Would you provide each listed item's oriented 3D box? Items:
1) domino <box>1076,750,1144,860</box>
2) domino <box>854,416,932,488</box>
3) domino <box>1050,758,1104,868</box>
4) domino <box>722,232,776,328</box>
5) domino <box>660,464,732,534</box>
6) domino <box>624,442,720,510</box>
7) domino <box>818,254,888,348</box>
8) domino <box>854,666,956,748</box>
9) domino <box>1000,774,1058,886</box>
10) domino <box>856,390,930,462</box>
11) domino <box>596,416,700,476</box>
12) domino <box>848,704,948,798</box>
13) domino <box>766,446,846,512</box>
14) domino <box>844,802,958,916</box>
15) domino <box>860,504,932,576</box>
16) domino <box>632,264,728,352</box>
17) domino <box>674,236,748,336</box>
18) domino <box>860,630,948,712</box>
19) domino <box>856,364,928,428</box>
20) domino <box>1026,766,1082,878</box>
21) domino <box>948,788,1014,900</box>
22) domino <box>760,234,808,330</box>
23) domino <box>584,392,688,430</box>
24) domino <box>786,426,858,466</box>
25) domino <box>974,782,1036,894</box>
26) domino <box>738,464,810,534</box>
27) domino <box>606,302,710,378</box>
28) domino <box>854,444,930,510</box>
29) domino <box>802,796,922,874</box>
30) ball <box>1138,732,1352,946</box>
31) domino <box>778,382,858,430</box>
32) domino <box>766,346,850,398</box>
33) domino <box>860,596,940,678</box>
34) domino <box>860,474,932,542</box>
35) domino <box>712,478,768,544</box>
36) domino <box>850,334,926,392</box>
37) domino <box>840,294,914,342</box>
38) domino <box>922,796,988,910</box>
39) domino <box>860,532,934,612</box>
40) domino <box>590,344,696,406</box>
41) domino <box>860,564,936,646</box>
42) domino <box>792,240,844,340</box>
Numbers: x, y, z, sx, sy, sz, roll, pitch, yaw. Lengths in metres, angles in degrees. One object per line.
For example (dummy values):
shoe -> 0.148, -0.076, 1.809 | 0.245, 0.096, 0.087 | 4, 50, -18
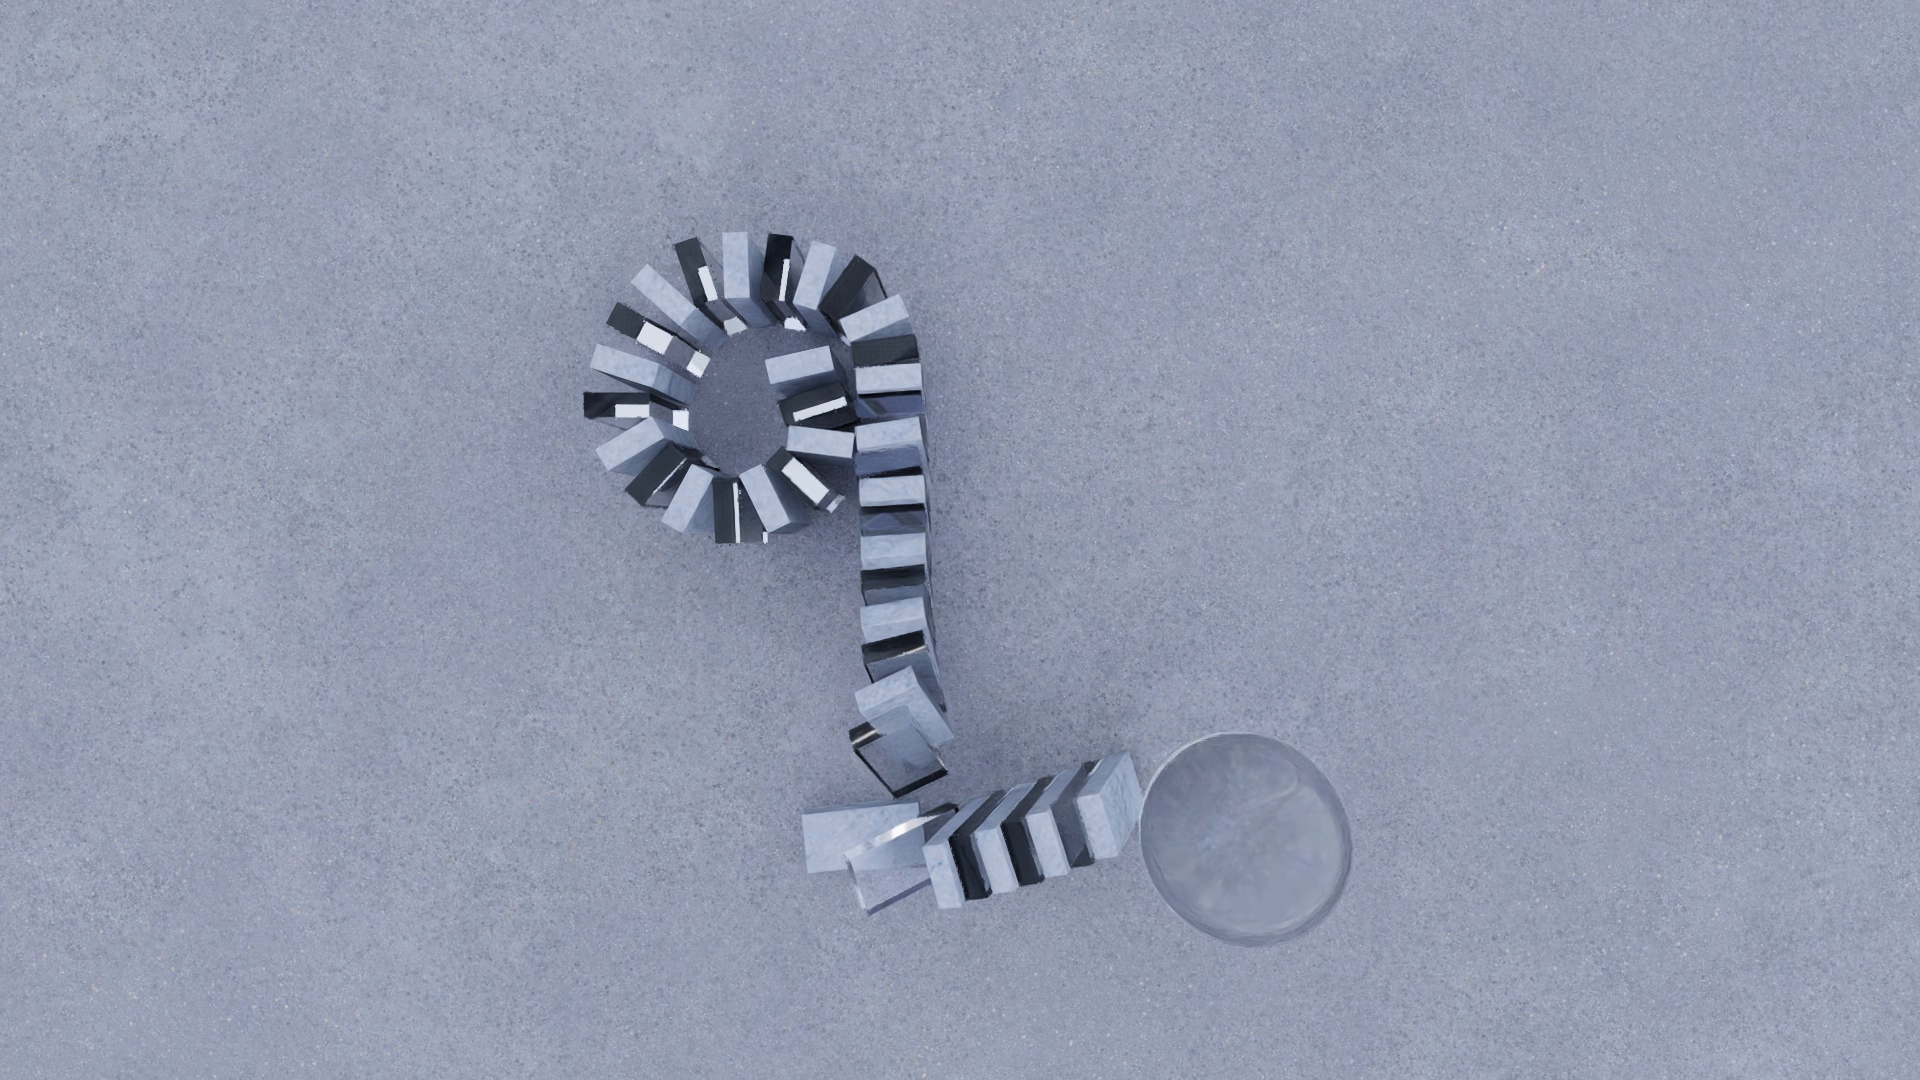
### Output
domino -> 0.063, 0.107, 0.375 | 0.010, 0.050, 0.025 | -18, 90, 24
domino -> -0.026, -0.033, 0.375 | 0.025, 0.050, 0.010 | -9, 71, 0
domino -> 0.053, 0.111, 0.375 | 0.009, 0.050, 0.025 | -18, 90, 24
domino -> -0.086, -0.105, 0.375 | 0.009, 0.050, 0.025 | -2, 90, 0
domino -> -0.104, -0.016, 0.375 | 0.009, 0.050, 0.025 | 28, 90, 0
domino -> -0.116, -0.025, 0.375 | 0.010, 0.050, 0.025 | 43, 90, 0
domino -> -0.042, -0.096, 0.375 | 0.009, 0.050, 0.025 | 36, 90, 3
domino -> -0.022, 0.073, 0.378 | 0.025, 0.050, 0.010 | -26, 49, 0
domino -> 0.033, 0.118, 0.375 | 0.009, 0.050, 0.025 | -18, 90, 24
domino -> -0.026, -0.045, 0.375 | 0.025, 0.050, 0.009 | -4, 72, 0
domino -> -0.126, -0.037, 0.375 | 0.025, 0.050, 0.010 | -31, 90, 0
domino -> -0.025, 0.088, 0.378 | 0.025, 0.050, 0.010 | -25, 49, 0
domino -> -0.062, -0.024, 0.375 | 0.025, 0.050, 0.009 | 43, 90, 0
domino -> -0.021, 0.133, 0.383 | 0.050, 0.010, 0.025 | -20, 95, -23
domino -> -0.025, 0.002, 0.375 | 0.025, 0.050, 0.010 | -4, 64, 0
domino -> -0.113, -0.094, 0.375 | 0.025, 0.050, 0.009 | 42, 90, 0
domino -> -0.101, -0.103, 0.375 | 0.009, 0.050, 0.025 | -19, 90, 0
domino -> -0.022, 0.058, 0.378 | 0.025, 0.050, 0.009 | -14, 50, 0
domino -> -0.027, -0.057, 0.375 | 0.025, 0.050, 0.009 | -4, 79, 0
domino -> 0.043, 0.114, 0.375 | 0.010, 0.050, 0.025 | -18, 90, 24
domino -> 0.013, 0.123, 0.375 | 0.009, 0.050, 0.025 | -17, 90, 24
domino -> -0.070, -0.104, 0.375 | 0.009, 0.050, 0.025 | 7, 90, 0
domino -> -0.131, -0.052, 0.375 | 0.025, 0.050, 0.009 | 0, 90, 0
domino -> -0.053, -0.038, 0.375 | 0.025, 0.050, 0.010 | 7, 90, 0
domino -> 0.023, 0.121, 0.375 | 0.010, 0.050, 0.025 | -18, 90, 24
domino -> -0.075, -0.016, 0.375 | 0.009, 0.050, 0.025 | -26, 90, 0
domino -> -0.122, -0.081, 0.375 | 0.025, 0.050, 0.009 | 28, 90, 0
domino -> -0.027, -0.023, 0.375 | 0.025, 0.050, 0.009 | -9, 71, 0
domino -> -0.041, 0.127, 0.395 | 0.050, 0.009, 0.025 | -6, 90, 0
ball -> 0.111, 0.116, 0.360 | 0.080, 0.080, 0.080 | 0, 90, 0
domino -> -0.056, -0.052, 0.375 | 0.025, 0.050, 0.010 | -18, 90, 0
domino -> -0.061, -0.067, 0.375 | 0.025, 0.050, 0.009 | -13, 90, 0
domino -> -0.024, 0.043, 0.377 | 0.025, 0.050, 0.010 | -10, 52, 0
domino -> -0.026, -0.011, 0.375 | 0.025, 0.050, 0.009 | -4, 70, 0
domino -> -0.089, -0.011, 0.375 | 0.009, 0.050, 0.025 | -3, 90, 0
domino -> -0.028, -0.070, 0.375 | 0.025, 0.050, 0.009 | -8, 84, 0
domino -> -0.032, -0.084, 0.375 | 0.025, 0.050, 0.010 | -24, 87, 0
domino -> 0.003, 0.127, 0.375 | 0.009, 0.050, 0.025 | -16, 90, 24
domino -> -0.025, 0.015, 0.376 | 0.025, 0.050, 0.010 | -4, 59, 0
domino -> -0.128, -0.067, 0.375 | 0.025, 0.050, 0.010 | 18, 90, 0
domino -> -0.025, 0.029, 0.377 | 0.025, 0.050, 0.010 | -6, 55, 0
domino -> -0.055, -0.101, 0.375 | 0.009, 0.050, 0.025 | 18, 90, 1
